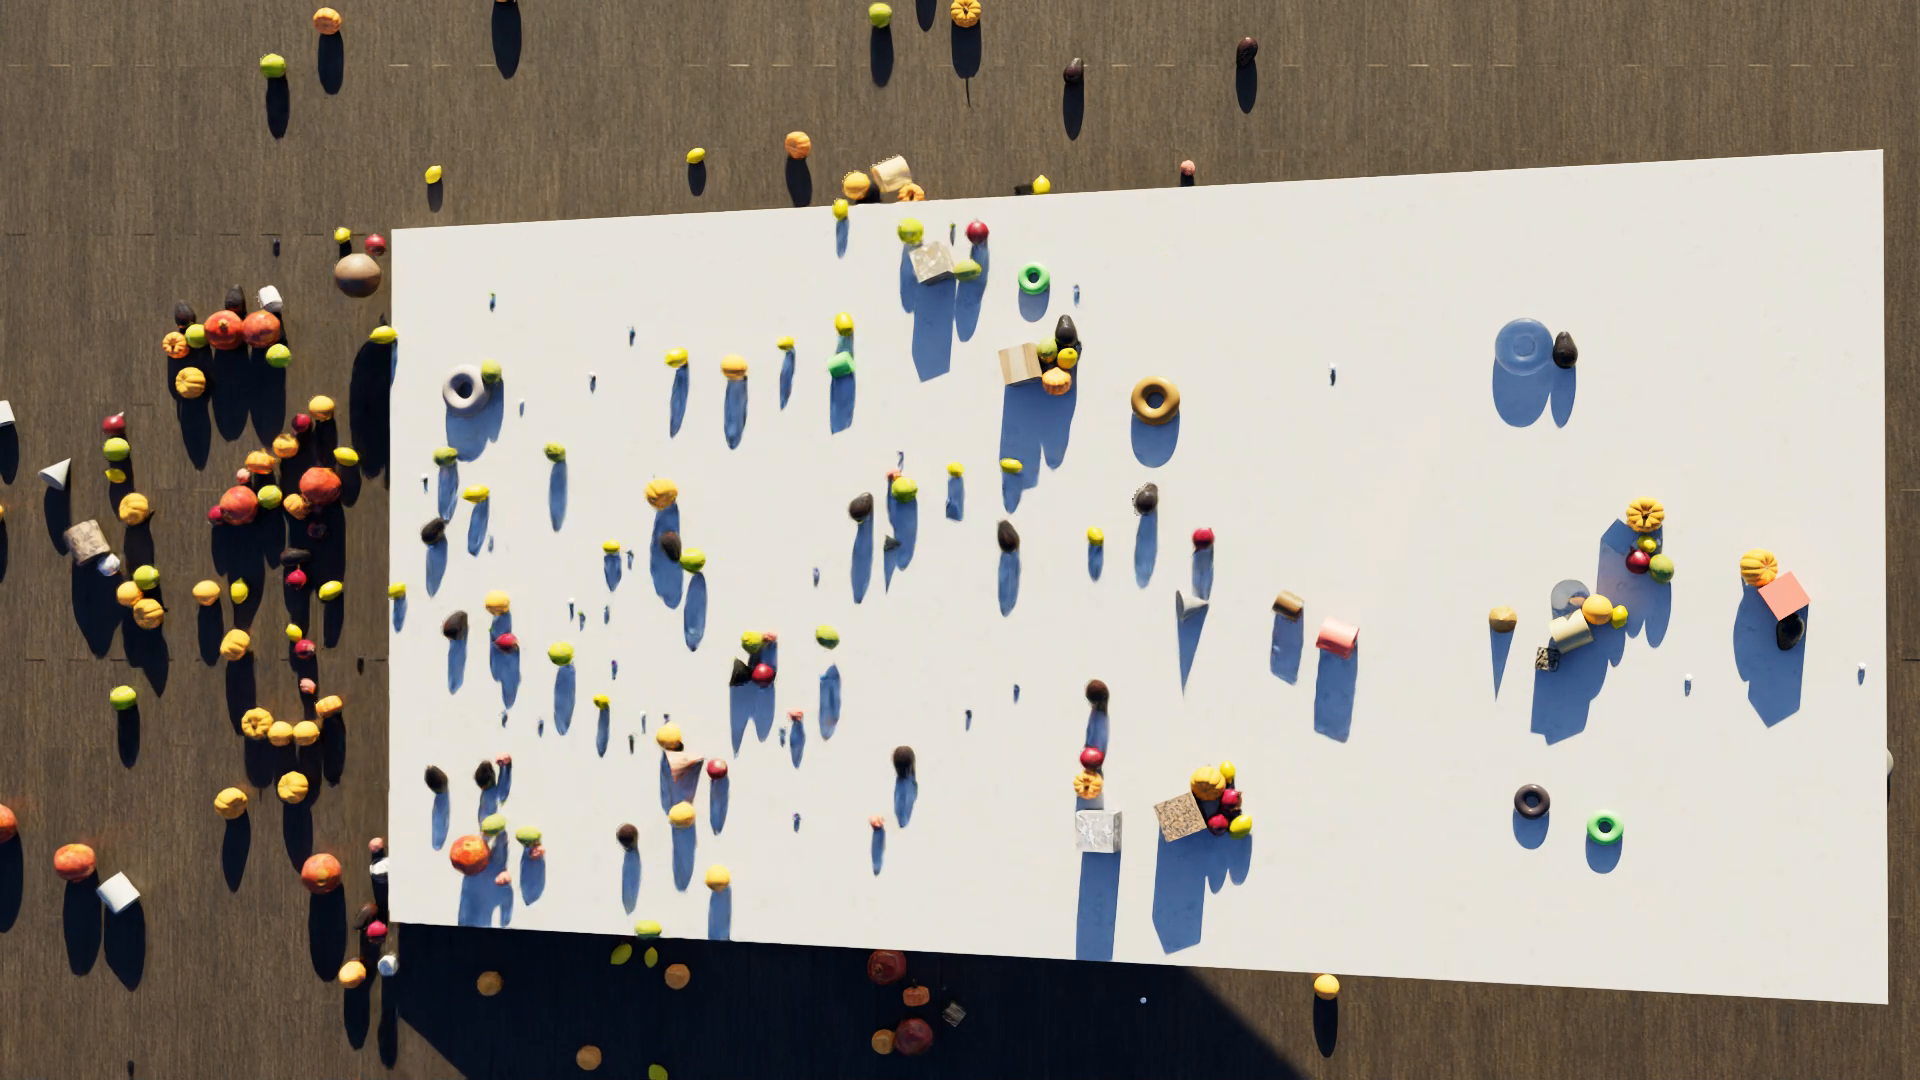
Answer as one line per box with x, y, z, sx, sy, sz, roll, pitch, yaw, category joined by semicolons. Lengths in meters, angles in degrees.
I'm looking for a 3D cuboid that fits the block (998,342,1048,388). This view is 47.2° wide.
0.164;-0.457;5.741;0.091;0.091;0.091;-14;85;17;block

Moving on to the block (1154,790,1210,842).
0.564;0.701;5.594;0.099;0.099;0.099;-23;83;16;block

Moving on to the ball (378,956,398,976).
-1.665;1.240;6.404;0.060;0.060;0.060;0;89;0;ball

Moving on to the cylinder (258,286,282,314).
-2.014;-0.702;6.424;0.055;0.055;0.055;-28;64;0;cylinder

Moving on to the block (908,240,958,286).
-0.071;-0.732;5.823;0.084;0.084;0.084;-21;83;16;block

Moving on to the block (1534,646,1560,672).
1.430;0.290;5.351;0.053;0.053;0.053;10;92;17;block

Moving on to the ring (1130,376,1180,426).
0.503;-0.359;5.659;0.130;0.043;0.130;0;90;18;ring

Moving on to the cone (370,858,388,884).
-1.690;0.966;6.399;0.077;0.077;0.077;0;89;0;cone

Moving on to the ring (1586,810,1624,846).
1.560;0.695;5.317;0.087;0.029;0.087;0;90;17;ring

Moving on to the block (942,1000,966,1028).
-0.017;1.379;6.406;0.051;0.051;0.051;38;89;0;block

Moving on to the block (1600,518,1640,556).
1.589;-0.008;5.298;0.064;0.064;0.064;41;101;14;block

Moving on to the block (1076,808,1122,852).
0.358;0.747;5.659;0.098;0.098;0.098;1;89;18;block

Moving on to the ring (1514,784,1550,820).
1.397;0.639;5.368;0.088;0.029;0.088;0;89;19;ring

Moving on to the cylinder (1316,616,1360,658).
0.943;0.243;5.490;0.082;0.082;0.082;21;89;17;cylinder

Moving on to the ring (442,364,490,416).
-1.406;-0.425;6.259;0.150;0.050;0.150;0;89;19;ring

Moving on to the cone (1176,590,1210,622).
0.602;0.166;5.623;0.082;0.082;0.082;-5;89;-9;cone

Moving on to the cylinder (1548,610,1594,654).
1.478;0.221;5.320;0.084;0.084;0.084;-25;89;16;cylinder

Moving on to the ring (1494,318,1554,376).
1.380;-0.473;5.380;0.143;0.048;0.143;-1;88;18;ring

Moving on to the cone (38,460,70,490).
-2.630;-0.205;6.434;0.087;0.087;0.087;30;63;0;cone

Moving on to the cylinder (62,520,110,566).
-2.542;0.008;6.401;0.100;0.100;0.100;-27;89;0;cylinder

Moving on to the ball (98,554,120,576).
-2.484;0.072;6.419;0.063;0.063;0.063;0;89;0;ball

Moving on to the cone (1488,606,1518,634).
1.325;0.194;5.377;0.068;0.068;0.068;0;89;18;cone

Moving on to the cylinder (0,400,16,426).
-2.802;-0.368;6.426;0.060;0.060;0.060;-19;89;0;cylinder

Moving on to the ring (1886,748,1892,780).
2.654;0.655;6.419;0.137;0.046;0.137;0;90;1;ring

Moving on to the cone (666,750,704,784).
-0.748;0.609;6.039;0.099;0.099;0.099;-15;89;-10;cone

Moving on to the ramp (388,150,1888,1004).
0.275;0.093;5.799;4.000;0.100;2.000;0;89;18;ramp

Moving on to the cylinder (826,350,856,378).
-0.319;-0.472;5.912;0.057;0.057;0.057;-21;89;16;cylinder

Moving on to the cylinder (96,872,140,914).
-2.447;1.028;6.393;0.087;0.087;0.087;-40;89;-1;cylinder

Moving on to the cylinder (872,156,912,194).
-0.184;-0.988;5.959;0.079;0.079;0.079;-24;89;-13;cylinder

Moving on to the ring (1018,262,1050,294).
0.194;-0.687;5.768;0.087;0.029;0.087;0;90;17;ring

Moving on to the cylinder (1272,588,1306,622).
0.827;0.164;5.538;0.062;0.062;0.062;29;89;16;cylinder

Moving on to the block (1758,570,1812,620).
1.939;0.131;5.175;0.085;0.085;0.085;-34;80;14;block

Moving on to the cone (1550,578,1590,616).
1.474;0.142;5.316;0.095;0.095;0.095;0;89;18;cone
